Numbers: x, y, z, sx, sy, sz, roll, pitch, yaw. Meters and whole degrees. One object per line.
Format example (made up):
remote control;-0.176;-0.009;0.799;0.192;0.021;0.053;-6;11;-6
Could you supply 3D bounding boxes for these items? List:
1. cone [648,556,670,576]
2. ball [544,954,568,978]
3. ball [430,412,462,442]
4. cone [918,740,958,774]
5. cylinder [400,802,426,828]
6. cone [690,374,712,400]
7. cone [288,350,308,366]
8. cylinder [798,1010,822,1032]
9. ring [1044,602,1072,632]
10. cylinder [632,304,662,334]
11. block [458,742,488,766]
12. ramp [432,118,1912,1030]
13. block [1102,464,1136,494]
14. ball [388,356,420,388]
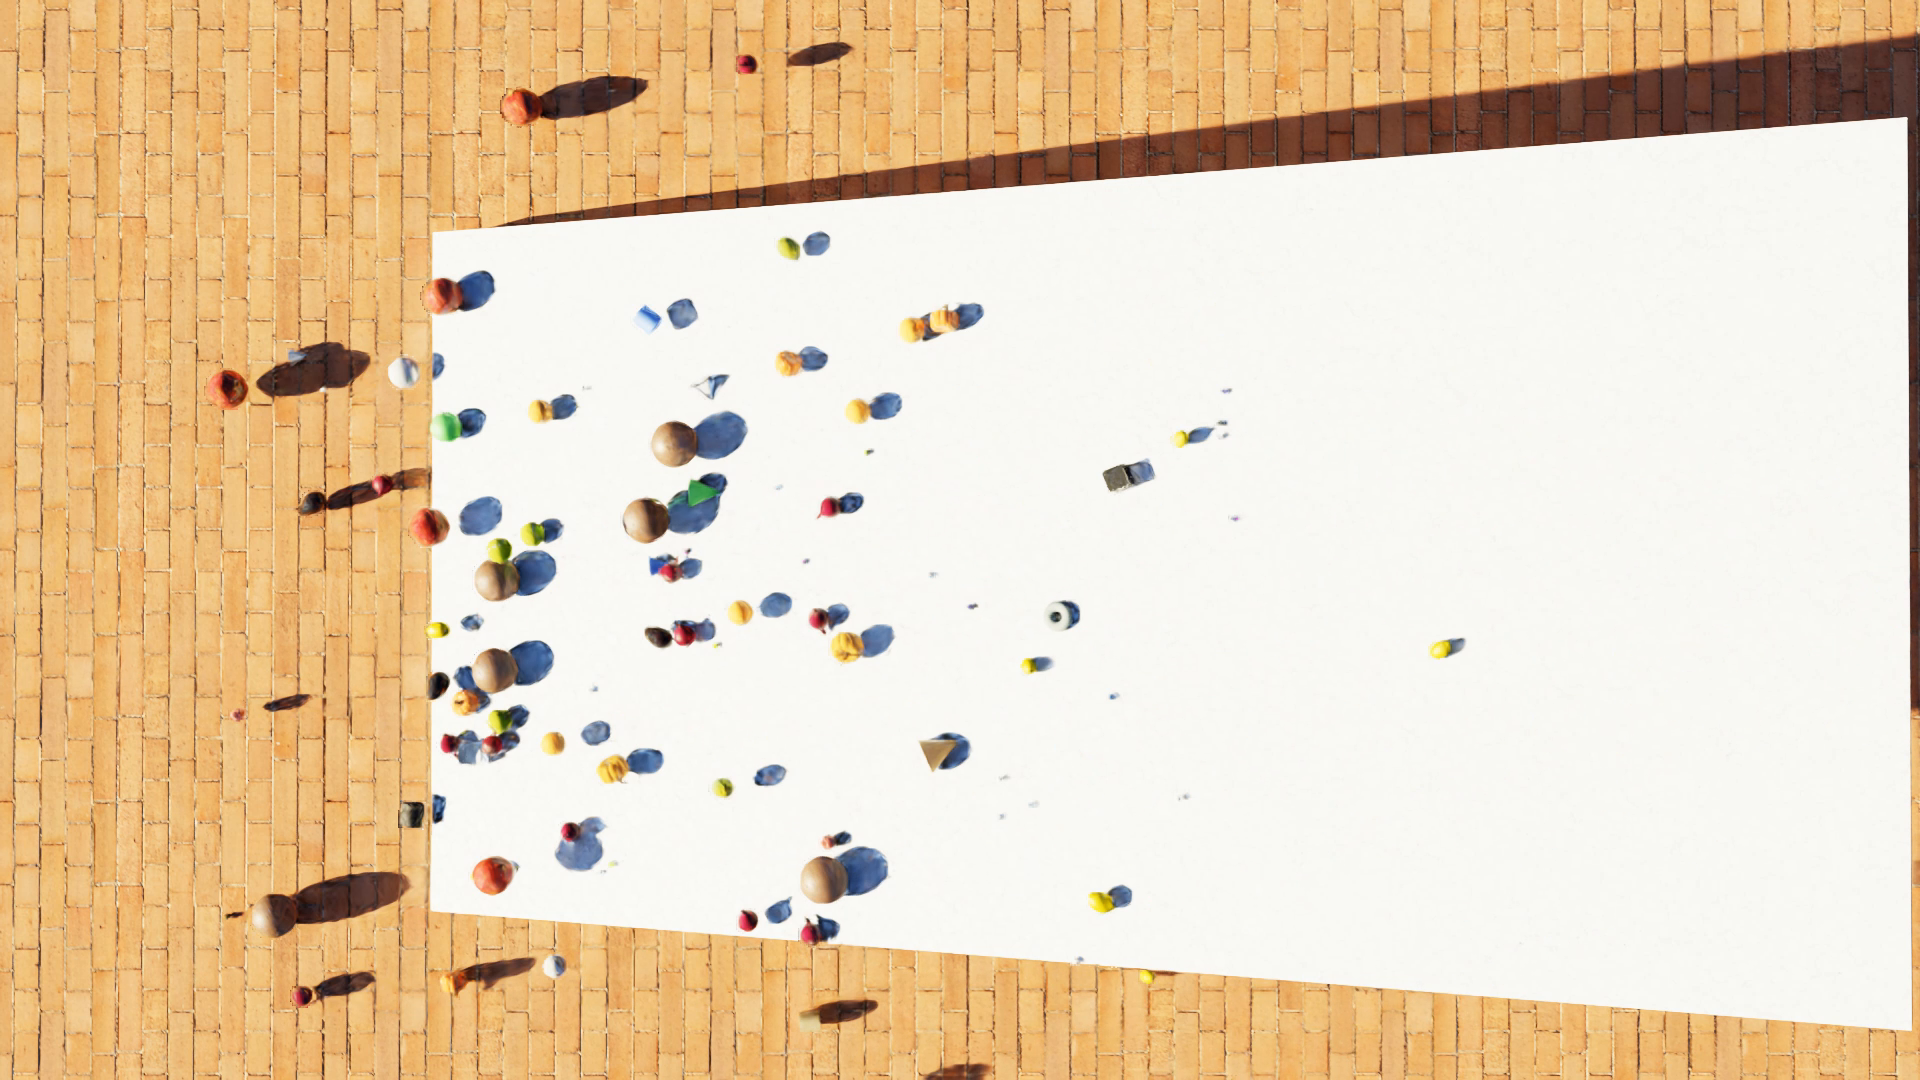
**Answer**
cone;-0.835;0.071;6.139;0.060;0.060;0.060;-7;89;-2
ball;-1.171;1.232;6.360;0.068;0.068;0.068;0;89;0
ball;-1.498;-0.328;6.413;0.089;0.089;0.089;0;89;0
cone;-0.048;0.548;5.762;0.099;0.099;0.099;-24;89;-5
cylinder;-1.607;0.805;6.454;0.065;0.065;0.065;8;93;0
cone;-0.701;-0.412;6.081;0.067;0.067;0.067;-29;106;0
cone;-1.974;-0.548;6.562;0.054;0.054;0.054;-10;89;-14
cylinder;-0.446;1.427;6.529;0.060;0.060;0.060;-9;89;9
ring;0.251;0.197;5.639;0.079;0.026;0.079;0;90;26
cylinder;-0.867;-0.611;6.101;0.060;0.060;0.060;38;89;-2
block;-1.410;0.619;6.377;0.061;0.061;0.061;-1;89;25
ramp;0.282;0.082;5.695;4.000;0.100;2.000;0;89;25
block;0.401;-0.155;5.558;0.055;0.055;0.055;-24;80;23
ball;-1.636;-0.493;6.477;0.093;0.093;0.093;0;89;0
